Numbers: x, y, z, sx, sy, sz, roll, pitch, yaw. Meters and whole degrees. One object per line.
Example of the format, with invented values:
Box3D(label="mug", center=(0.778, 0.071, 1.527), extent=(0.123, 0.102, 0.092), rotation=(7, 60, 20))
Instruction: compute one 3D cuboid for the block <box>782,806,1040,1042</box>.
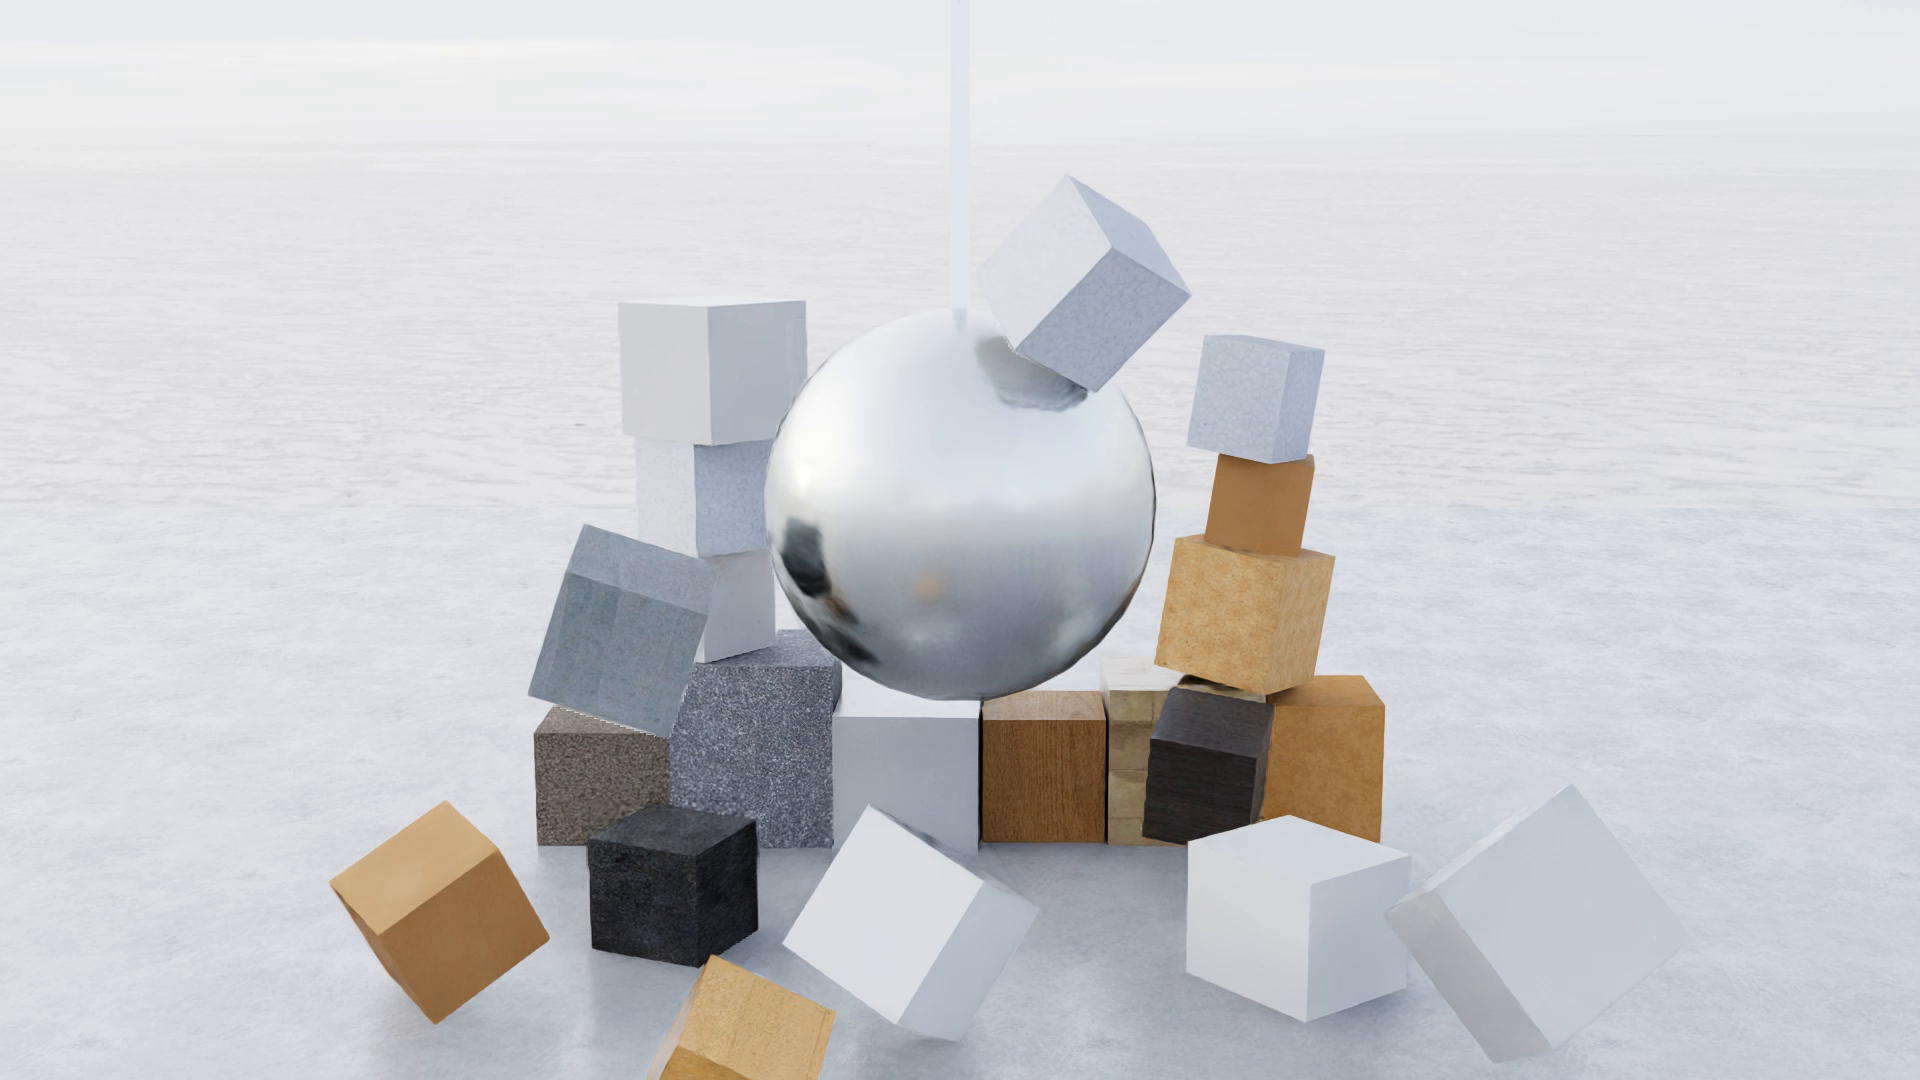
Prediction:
Box3D(label="block", center=(-0.179, 1.497, 8.541), extent=(0.570, 0.616, 0.649), rotation=(30, -5, 27))

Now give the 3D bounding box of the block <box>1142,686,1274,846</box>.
Box3D(label="block", center=(1.173, 1.091, 10.398), extent=(0.496, 0.550, 0.486), rotation=(10, 28, 14))

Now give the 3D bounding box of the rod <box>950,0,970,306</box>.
Box3D(label="rod", center=(0.000, -3.480, 9.586), extent=(0.080, 5.200, 0.080), rotation=(0, -11, 0))

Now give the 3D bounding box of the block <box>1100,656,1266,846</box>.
Box3D(label="block", center=(1.133, 1.079, 11.373), extent=(0.781, 0.808, 0.723), rotation=(0, 10, 0))

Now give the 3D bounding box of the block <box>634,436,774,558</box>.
Box3D(label="block", center=(-1.267, -0.253, 11.087), extent=(0.514, 0.568, 0.545), rotation=(-9, 12, -39))

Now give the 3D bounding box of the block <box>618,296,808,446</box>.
Box3D(label="block", center=(-1.228, -0.857, 10.954), extent=(0.707, 0.666, 0.622), rotation=(9, 13, 44))

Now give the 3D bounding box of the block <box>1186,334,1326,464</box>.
Box3D(label="block", center=(1.483, -0.713, 11.010), extent=(0.457, 0.559, 0.495), rotation=(14, 12, 27))

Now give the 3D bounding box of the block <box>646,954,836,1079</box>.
Box3D(label="block", center=(-0.735, 1.721, 7.022), extent=(0.449, 0.493, 0.439), rotation=(26, 29, -6))

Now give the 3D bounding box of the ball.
Box3D(label="ball", center=(0.000, -0.143, 8.935), extent=(1.600, 1.600, 1.600), rotation=(0, 10, 0))

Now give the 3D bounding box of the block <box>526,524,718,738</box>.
Box3D(label="block", center=(-1.323, 0.350, 8.690), extent=(0.563, 0.533, 0.576), rotation=(18, 17, -8))

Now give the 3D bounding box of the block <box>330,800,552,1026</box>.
Box3D(label="block", center=(-2.125, 1.516, 8.996), extent=(0.568, 0.523, 0.513), rotation=(-36, 36, -22))

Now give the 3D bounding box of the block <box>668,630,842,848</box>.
Box3D(label="block", center=(-1.038, 1.012, 11.374), extent=(0.818, 0.939, 0.842), rotation=(0, 10, 0))

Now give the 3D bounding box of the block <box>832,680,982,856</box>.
Box3D(label="block", center=(-0.255, 1.153, 11.245), extent=(0.720, 0.708, 0.746), rotation=(0, 10, 2))

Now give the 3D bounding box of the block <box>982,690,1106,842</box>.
Box3D(label="block", center=(0.427, 1.163, 11.376), extent=(0.619, 0.640, 0.601), rotation=(0, 10, 1))

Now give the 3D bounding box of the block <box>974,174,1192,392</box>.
Box3D(label="block", center=(0.461, -0.971, 8.353), extent=(0.472, 0.537, 0.458), rotation=(23, 30, -42))

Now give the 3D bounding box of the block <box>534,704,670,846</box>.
Box3D(label="block", center=(-1.794, 1.189, 11.387), extent=(0.674, 0.586, 0.715), rotation=(0, 10, 0))

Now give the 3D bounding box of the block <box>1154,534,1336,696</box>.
Box3D(label="block", center=(1.447, 0.356, 11.161), extent=(0.620, 0.659, 0.593), rotation=(15, 12, 31))

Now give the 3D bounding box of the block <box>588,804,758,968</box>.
Box3D(label="block", center=(-1.263, 1.526, 9.739), extent=(0.545, 0.519, 0.519), rotation=(5, 13, 24))

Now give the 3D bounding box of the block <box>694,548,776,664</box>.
Box3D(label="block", center=(-1.328, 0.285, 11.237), extent=(0.560, 0.536, 0.517), rotation=(7, 13, 38))

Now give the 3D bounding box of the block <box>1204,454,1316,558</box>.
Box3D(label="block", center=(1.525, -0.216, 11.199), extent=(0.480, 0.463, 0.525), rotation=(10, 10, 7))

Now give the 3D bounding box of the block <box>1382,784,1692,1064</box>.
Box3D(label="block", center=(2.153, 1.452, 8.271), extent=(0.688, 0.694, 0.625), rotation=(-33, -11, -16))

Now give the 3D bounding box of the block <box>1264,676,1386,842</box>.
Box3D(label="block", center=(1.831, 1.123, 11.391), extent=(0.600, 0.714, 0.642), rotation=(0, 10, 0))

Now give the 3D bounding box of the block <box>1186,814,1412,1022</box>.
Box3D(label="block", center=(1.420, 1.577, 9.264), extent=(0.607, 0.583, 0.696), rotation=(-8, 13, -37))
